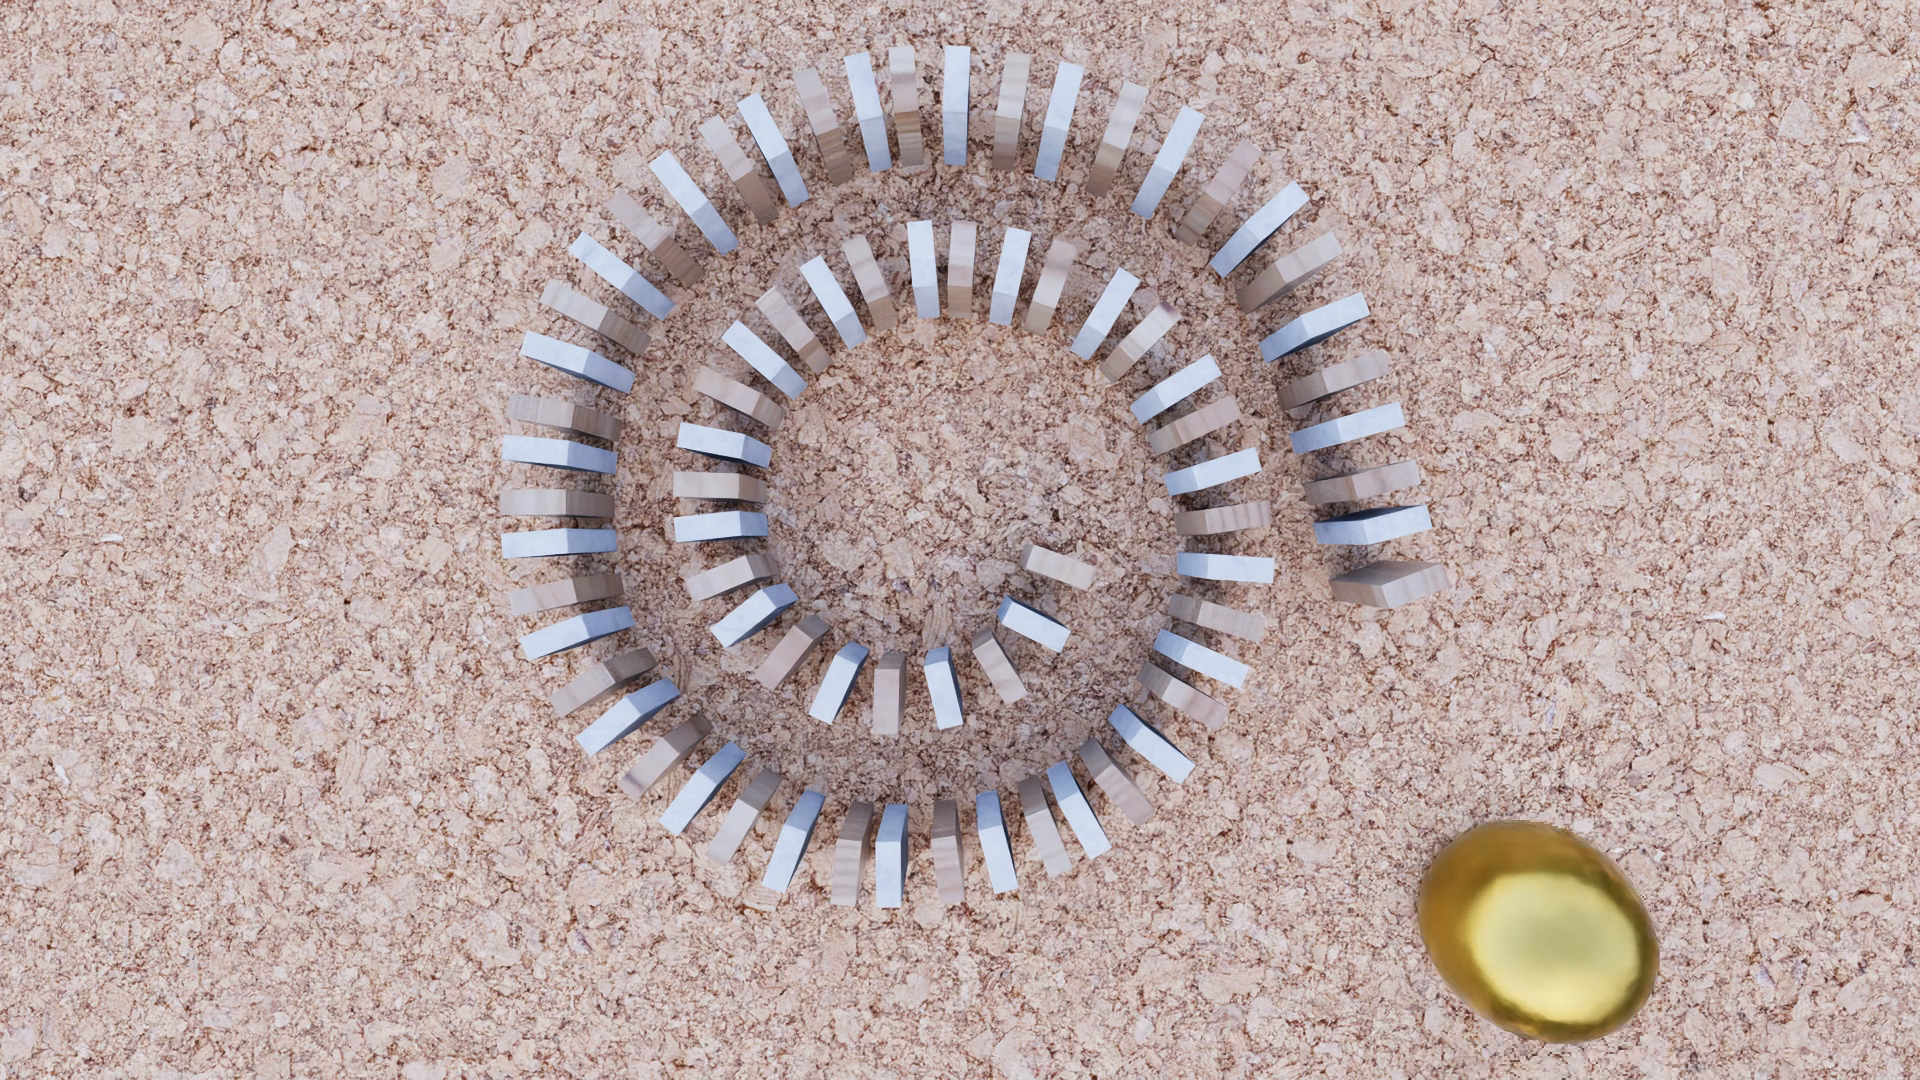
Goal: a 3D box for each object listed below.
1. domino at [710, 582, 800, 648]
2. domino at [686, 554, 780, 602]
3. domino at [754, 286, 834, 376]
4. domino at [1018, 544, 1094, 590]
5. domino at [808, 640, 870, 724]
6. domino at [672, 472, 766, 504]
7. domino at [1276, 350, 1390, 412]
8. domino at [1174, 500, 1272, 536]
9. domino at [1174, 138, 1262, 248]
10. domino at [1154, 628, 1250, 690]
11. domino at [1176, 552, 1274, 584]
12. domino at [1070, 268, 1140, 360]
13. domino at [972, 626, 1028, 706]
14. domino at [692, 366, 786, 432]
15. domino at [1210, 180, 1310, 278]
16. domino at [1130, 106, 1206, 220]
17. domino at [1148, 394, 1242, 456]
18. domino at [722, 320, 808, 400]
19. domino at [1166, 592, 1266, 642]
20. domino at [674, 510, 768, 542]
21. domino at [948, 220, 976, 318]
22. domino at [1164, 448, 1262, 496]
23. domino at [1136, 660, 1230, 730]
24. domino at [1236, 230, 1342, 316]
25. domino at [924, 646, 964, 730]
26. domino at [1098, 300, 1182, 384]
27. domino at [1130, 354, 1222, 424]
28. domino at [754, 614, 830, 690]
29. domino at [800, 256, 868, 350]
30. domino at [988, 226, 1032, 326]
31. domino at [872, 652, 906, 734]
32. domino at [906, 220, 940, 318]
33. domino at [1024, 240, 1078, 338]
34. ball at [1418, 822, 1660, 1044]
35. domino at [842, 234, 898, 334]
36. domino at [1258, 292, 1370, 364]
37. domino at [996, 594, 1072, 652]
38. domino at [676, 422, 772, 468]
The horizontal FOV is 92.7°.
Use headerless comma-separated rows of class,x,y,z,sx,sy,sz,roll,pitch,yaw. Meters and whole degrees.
domino,-0.083,0.030,0.375,0.025,0.050,0.009,-38,90,0
domino,-0.092,0.015,0.375,0.025,0.050,0.010,-22,90,0
domino,-0.067,-0.084,0.375,0.010,0.050,0.025,-40,90,0
domino,0.038,0.011,0.375,0.025,0.050,0.009,20,90,0
domino,-0.048,0.057,0.375,0.010,0.050,0.025,25,90,0
domino,-0.097,-0.021,0.375,0.025,0.050,0.009,2,90,0
domino,0.151,-0.064,0.375,0.025,0.050,0.010,-18,90,0
domino,0.106,-0.009,0.375,0.025,0.050,0.010,-9,90,0
domino,0.104,-0.141,0.375,0.010,0.050,0.025,36,90,0
domino,0.097,0.048,0.375,0.025,0.050,0.009,23,90,0
domino,0.107,0.011,0.375,0.025,0.050,0.010,4,90,0
domino,0.058,-0.091,0.375,0.010,0.050,0.025,32,90,0
domino,0.015,0.051,0.375,0.010,0.050,0.025,-32,90,0
domino,-0.089,-0.057,0.375,0.025,0.050,0.010,25,90,0
domino,0.121,-0.126,0.375,0.025,0.050,0.009,-41,90,0
domino,0.084,-0.153,0.375,0.010,0.050,0.025,27,90,0
domino,0.095,-0.046,0.375,0.025,0.050,0.010,-25,90,0
domino,-0.079,-0.073,0.375,0.025,0.050,0.010,41,90,0
domino,0.104,0.031,0.375,0.025,0.050,0.009,16,90,0
domino,-0.096,-0.005,0.375,0.025,0.050,0.010,-6,90,0
domino,0.001,-0.109,0.375,0.009,0.050,0.025,4,90,0
domino,0.102,-0.027,0.375,0.025,0.050,0.010,-17,90,0
domino,0.090,0.063,0.375,0.025,0.050,0.010,29,90,0
domino,0.133,-0.108,0.375,0.025,0.050,0.009,-29,90,0
domino,-0.006,0.059,0.375,0.010,0.050,0.025,-14,90,0
domino,0.073,-0.080,0.375,0.025,0.050,0.010,-44,90,0
domino,0.087,-0.061,0.375,0.025,0.050,0.010,-31,90,0
domino,-0.068,0.045,0.375,0.010,0.050,0.025,39,90,0
domino,-0.051,-0.096,0.375,0.010,0.050,0.025,-32,90,0
domino,0.020,-0.106,0.375,0.009,0.050,0.025,13,90,0
domino,-0.028,0.062,0.375,0.010,0.050,0.025,2,90,0
domino,-0.014,-0.109,0.375,0.010,0.050,0.025,-5,90,0
domino,0.036,-0.102,0.375,0.010,0.050,0.025,20,90,0
ball,0.225,0.153,0.360,0.080,0.080,0.080,0,90,0
domino,-0.036,-0.104,0.375,0.010,0.050,0.025,-23,90,0
domino,0.144,-0.086,0.375,0.025,0.050,0.009,-22,90,0
domino,0.029,0.033,0.375,0.025,0.050,0.010,27,90,0
domino,-0.095,-0.038,0.375,0.025,0.050,0.010,11,90,0
